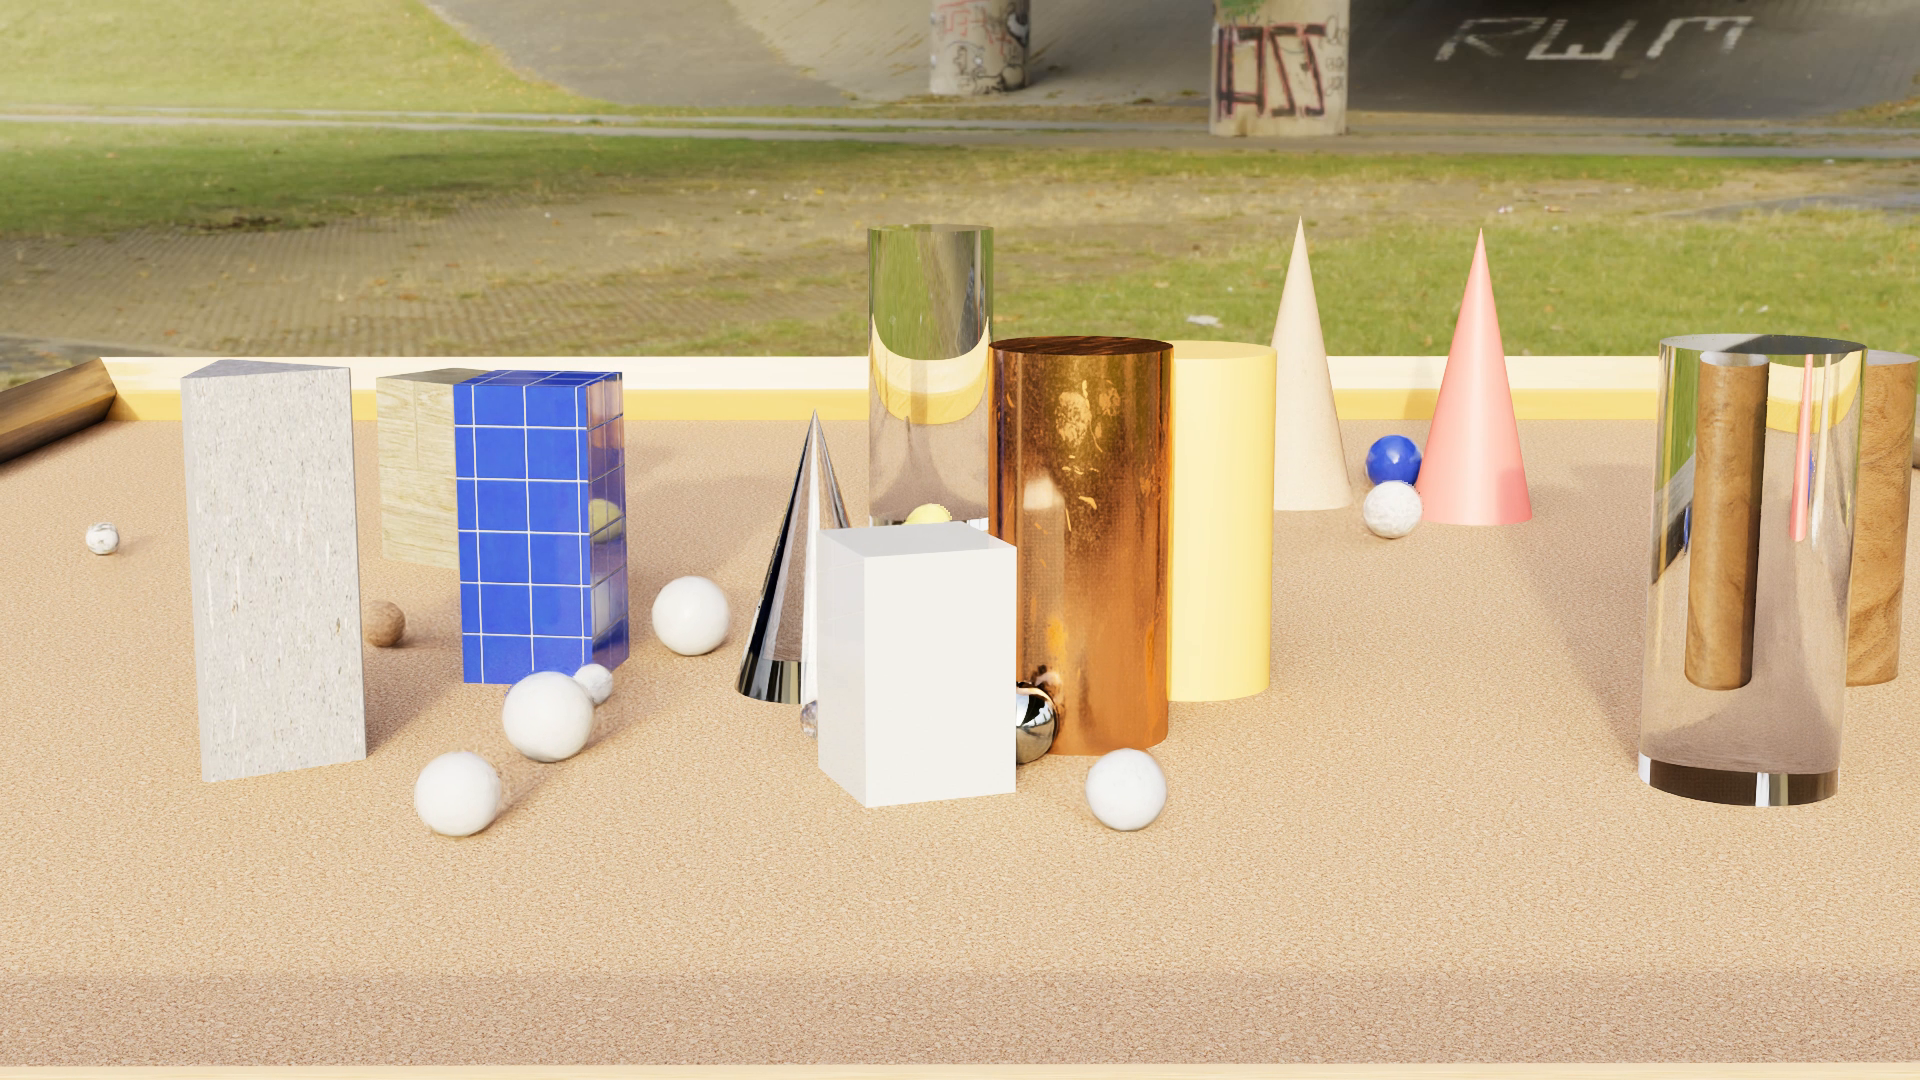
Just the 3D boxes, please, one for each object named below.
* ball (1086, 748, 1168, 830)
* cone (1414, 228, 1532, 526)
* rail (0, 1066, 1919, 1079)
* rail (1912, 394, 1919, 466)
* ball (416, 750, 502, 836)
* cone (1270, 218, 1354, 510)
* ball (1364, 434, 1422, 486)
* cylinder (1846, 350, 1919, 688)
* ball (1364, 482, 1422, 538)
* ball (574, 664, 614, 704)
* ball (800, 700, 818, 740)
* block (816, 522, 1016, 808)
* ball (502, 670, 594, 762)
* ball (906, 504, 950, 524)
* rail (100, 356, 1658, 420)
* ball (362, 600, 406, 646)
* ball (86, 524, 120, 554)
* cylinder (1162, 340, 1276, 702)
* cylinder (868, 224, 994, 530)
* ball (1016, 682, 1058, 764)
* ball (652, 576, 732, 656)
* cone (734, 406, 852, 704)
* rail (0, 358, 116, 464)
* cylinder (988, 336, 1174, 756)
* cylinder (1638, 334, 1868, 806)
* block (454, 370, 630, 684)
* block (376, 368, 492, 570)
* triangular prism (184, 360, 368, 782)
[{"bbox_3d":[0.161,0.240,2.474,0.079,0.079,0.079,0,10,0],"label":"ball"},{"bbox_3d":[0.839,-0.273,4.174,0.200,0.470,0.200,0,10,0],"label":"cone"},{"bbox_3d":[0.011,0.378,1.584,3.542,0.130,0.045,0,10,0],"label":"rail"},{"bbox_3d":[1.747,0.032,3.459,0.045,0.130,3.840,0,10,0],"label":"rail"},{"bbox_3d":[-0.480,0.243,2.455,0.081,0.081,0.081,0,10,0],"label":"ball"},{"bbox_3d":[0.566,-0.304,4.311,0.200,0.481,0.200,0,10,0],"label":"cone"},{"bbox_3d":[0.750,-0.132,4.431,0.100,0.100,0.100,0,10,0],"label":"ball"},{"bbox_3d":[1.044,-0.032,3.109,0.200,0.384,0.200,0,10,0],"label":"cylinder"},{"bbox_3d":[0.674,-0.047,4.000,0.089,0.089,0.089,0,10,0],"label":"ball"},{"bbox_3d":[-0.423,0.166,2.960,0.048,0.048,0.048,0,10,0],"label":"ball"},{"bbox_3d":[-0.153,0.197,2.804,0.045,0.045,0.045,0,10,0],"label":"ball"},{"bbox_3d":[-0.046,0.123,2.629,0.160,0.253,0.160,-4,11,-20],"label":"block"},{"bbox_3d":[-0.436,0.187,2.717,0.096,0.096,0.096,0,10,0],"label":"ball"},{"bbox_3d":[-0.048,-0.018,3.897,0.071,0.071,0.071,0,10,0],"label":"ball"},{"bbox_3d":[-0.011,-0.311,5.314,3.542,0.130,0.045,0,10,0],"label":"rail"},{"bbox_3d":[-0.733,0.106,3.255,0.059,0.059,0.059,0,10,0],"label":"ball"},{"bbox_3d":[-1.292,-0.001,3.867,0.048,0.048,0.048,0,10,0],"label":"ball"},{"bbox_3d":[0.271,-0.027,3.040,0.200,0.399,0.200,0,10,0],"label":"cylinder"},{"bbox_3d":[-0.046,-0.258,4.083,0.200,0.475,0.200,0,10,0],"label":"cylinder"},{"bbox_3d":[0.060,0.193,2.710,0.087,0.087,0.087,0,10,0],"label":"ball"},{"bbox_3d":[-0.335,0.094,3.206,0.100,0.100,0.100,0,10,0],"label":"ball"},{"bbox_3d":[-0.170,0.008,3.030,0.200,0.334,0.200,0,10,0],"label":"cone"},{"bbox_3d":[-1.747,0.035,3.439,0.045,0.130,3.840,0,10,0],"label":"rail"},{"bbox_3d":[0.130,0.002,2.802,0.200,0.430,0.200,0,10,0],"label":"cylinder"},{"bbox_3d":[0.804,0.025,2.612,0.200,0.451,0.200,0,10,0],"label":"cylinder"},{"bbox_3d":[-0.503,-0.018,3.102,0.160,0.358,0.160,2,11,8],"label":"block"},{"bbox_3d":[-0.753,-0.110,3.839,0.160,0.272,0.160,7,13,34],"label":"block"},{"bbox_3d":[-0.745,0.024,2.713,0.173,0.418,0.150,-7,12,-32],"label":"triangular prism"}]
